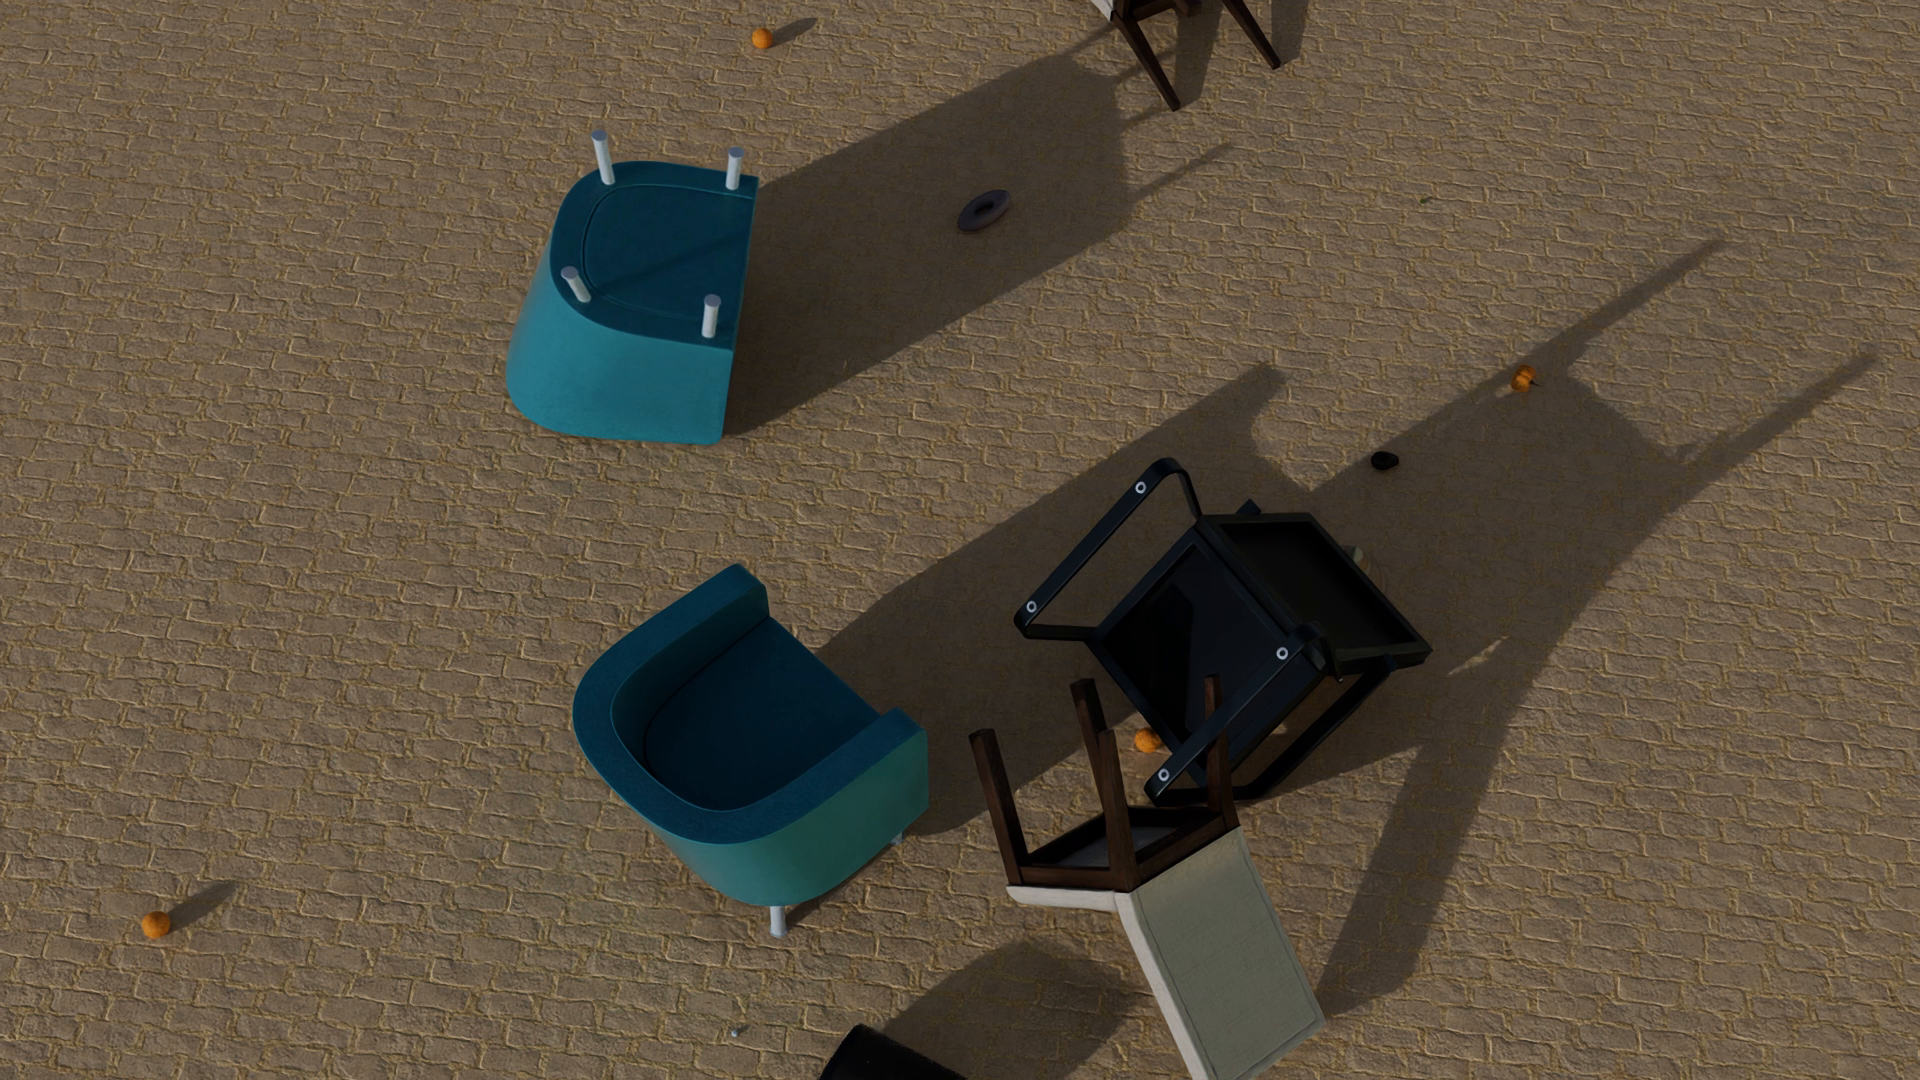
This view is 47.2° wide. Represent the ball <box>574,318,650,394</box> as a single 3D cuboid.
[{"bbox_3d":[-1.078,-0.573,6.816,0.236,0.236,0.236,0,56,0],"label":"ball"}]

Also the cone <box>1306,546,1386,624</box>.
[{"bbox_3d":[1.138,0.073,6.399,0.239,0.209,0.280,10,57,7],"label":"cone"}]

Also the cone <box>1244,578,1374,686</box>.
[{"bbox_3d":[1.034,0.303,6.293,0.348,0.276,0.320,15,59,-17],"label":"cone"}]

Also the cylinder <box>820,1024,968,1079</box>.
[{"bbox_3d":[-0.181,1.398,5.515,0.308,0.191,0.289,24,44,15],"label":"cylinder"}]

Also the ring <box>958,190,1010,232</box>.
[{"bbox_3d":[0.080,-1.090,7.275,0.220,0.051,0.105,-38,65,-22],"label":"ring"}]
